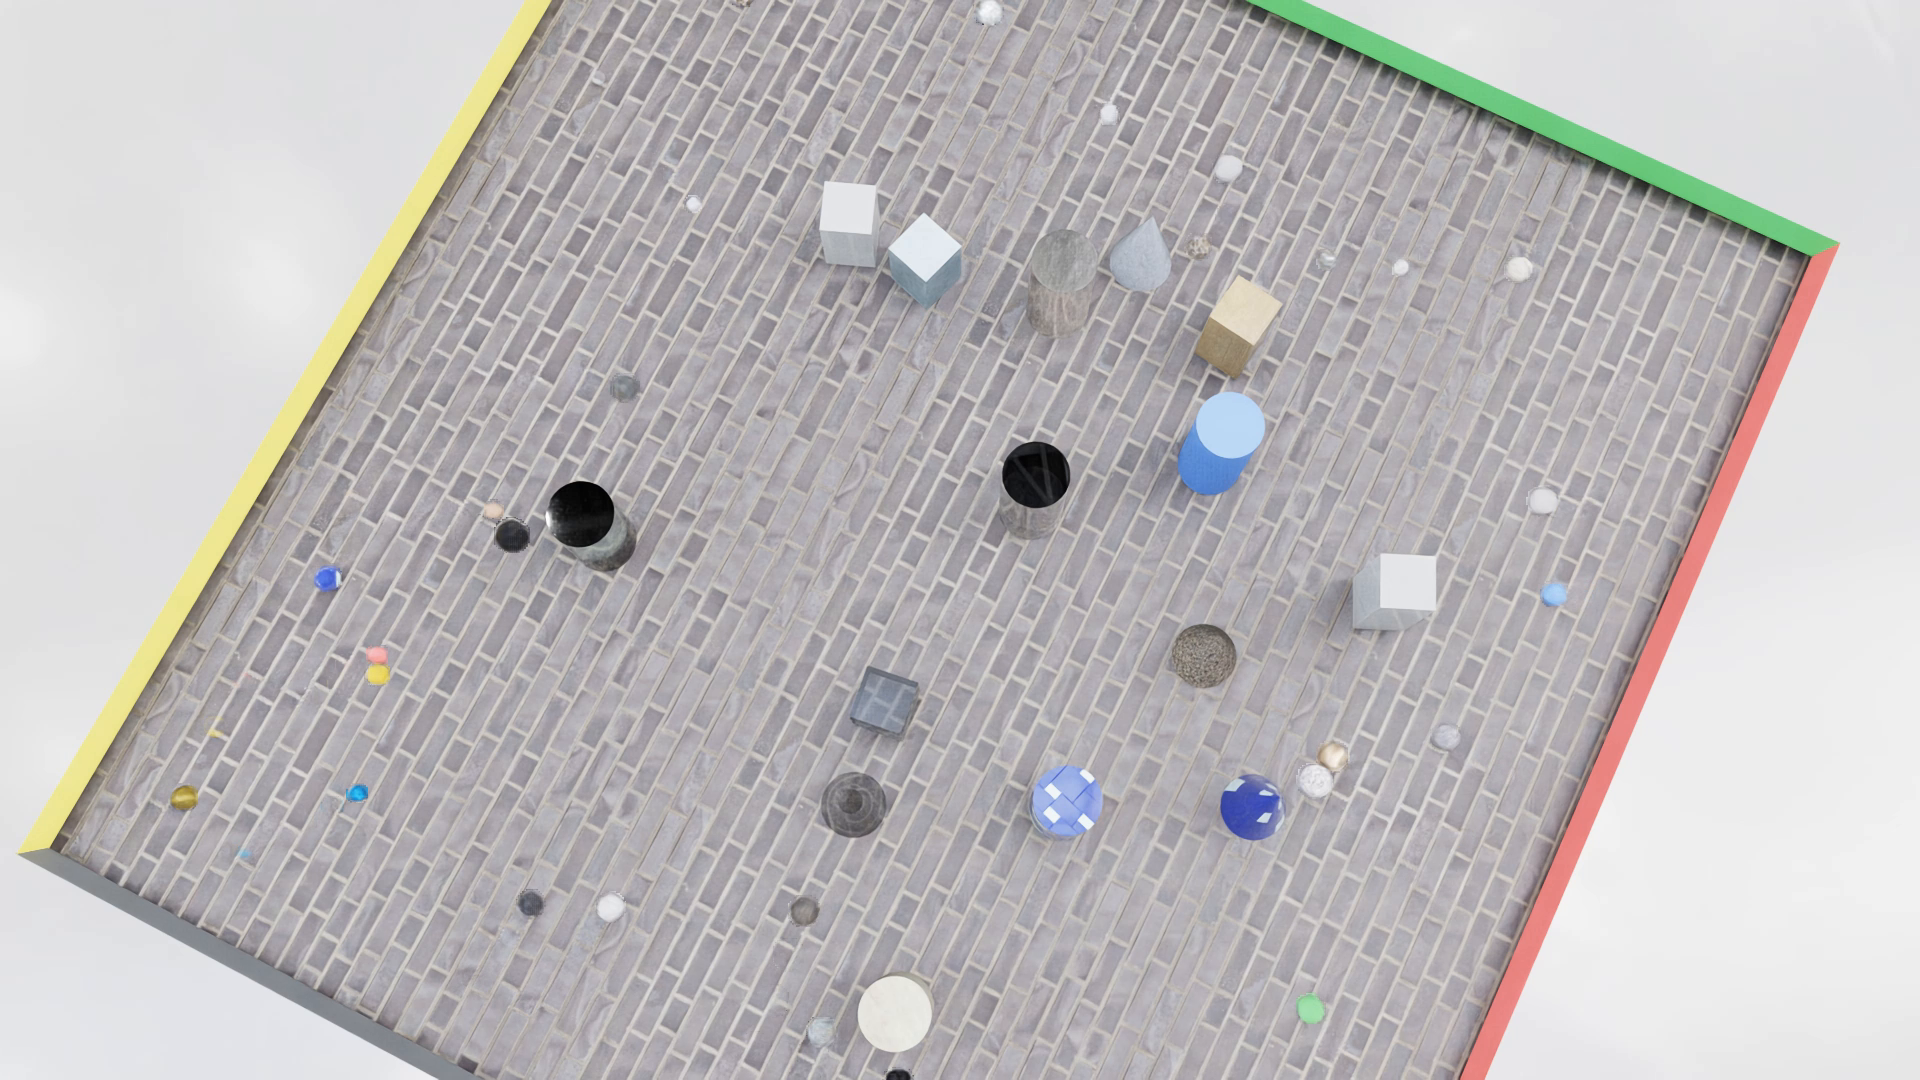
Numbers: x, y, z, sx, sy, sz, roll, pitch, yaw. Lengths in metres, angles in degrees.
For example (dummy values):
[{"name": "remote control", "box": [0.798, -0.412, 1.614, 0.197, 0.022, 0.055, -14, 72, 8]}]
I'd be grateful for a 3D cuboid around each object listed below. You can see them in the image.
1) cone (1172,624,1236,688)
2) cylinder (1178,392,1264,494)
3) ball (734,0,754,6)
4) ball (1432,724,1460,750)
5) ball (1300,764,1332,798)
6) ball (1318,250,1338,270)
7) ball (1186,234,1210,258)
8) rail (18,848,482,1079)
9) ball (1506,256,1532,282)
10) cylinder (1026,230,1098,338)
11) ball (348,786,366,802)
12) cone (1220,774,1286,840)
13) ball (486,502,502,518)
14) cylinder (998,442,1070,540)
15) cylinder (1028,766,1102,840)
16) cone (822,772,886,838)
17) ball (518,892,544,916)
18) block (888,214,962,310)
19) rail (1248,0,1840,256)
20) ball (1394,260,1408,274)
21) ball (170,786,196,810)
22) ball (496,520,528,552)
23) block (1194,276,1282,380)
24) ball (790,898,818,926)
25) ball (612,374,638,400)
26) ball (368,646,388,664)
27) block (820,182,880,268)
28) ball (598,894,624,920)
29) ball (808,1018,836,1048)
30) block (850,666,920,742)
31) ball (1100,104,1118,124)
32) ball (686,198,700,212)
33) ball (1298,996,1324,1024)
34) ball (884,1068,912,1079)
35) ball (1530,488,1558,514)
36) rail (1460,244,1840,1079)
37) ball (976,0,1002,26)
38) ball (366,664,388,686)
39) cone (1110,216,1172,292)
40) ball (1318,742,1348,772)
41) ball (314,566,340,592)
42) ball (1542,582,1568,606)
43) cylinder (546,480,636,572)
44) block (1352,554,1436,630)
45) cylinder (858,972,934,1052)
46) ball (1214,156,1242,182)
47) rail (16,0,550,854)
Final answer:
[{"name": "cone", "box": [0.738, 0.313, 5.362, 0.196, 0.372, 0.196, 0, 78, 0]}, {"name": "cylinder", "box": [0.770, -0.281, 5.441, 0.196, 0.458, 0.196, 0, 78, 0]}, {"name": "ball", "box": [-0.702, -1.778, 5.938, 0.092, 0.092, 0.092, 0, 78, 0]}, {"name": "ball", "box": [1.447, 0.587, 5.454, 0.081, 0.081, 0.081, 0, 78, 0]}, {"name": "ball", "box": [1.052, 0.712, 5.420, 0.096, 0.096, 0.096, 0, 78, 0]}, {"name": "ball", "box": [1.158, -0.882, 5.770, 0.057, 0.057, 0.057, 0, 78, 0]}, {"name": "ball", "box": [0.752, -0.924, 5.770, 0.075, 0.075, 0.075, 0, 78, 0]}, {"name": "rail", "box": [-0.909, 1.787, 5.181, 4.048, 0.127, 0.045, 26, 80, 5]}, {"name": "ball", "box": [1.756, -0.851, 5.753, 0.077, 0.077, 0.077, 0, 78, 0]}, {"name": "cylinder", "box": [0.305, -0.770, 5.555, 0.196, 0.433, 0.196, 0, 78, 0]}, {"name": "ball", "box": [-1.787, 0.753, 5.436, 0.049, 0.049, 0.049, 0, 78, 0]}, {"name": "cone", "box": [0.872, 0.748, 5.224, 0.196, 0.467, 0.196, 0, 78, 0]}, {"name": "ball", "box": [-1.426, -0.091, 5.611, 0.049, 0.049, 0.049, 0, 78, 0]}, {"name": "cylinder", "box": [0.217, -0.141, 5.420, 0.196, 0.442, 0.196, 0, 78, 0]}, {"name": "cylinder", "box": [0.302, 0.763, 5.294, 0.196, 0.323, 0.196, 0, 78, 0]}, {"name": "cone", "box": [-0.316, 0.758, 5.307, 0.196, 0.298, 0.196, 0, 78, 0]}, {"name": "ball", "box": [-1.254, 1.064, 5.360, 0.071, 0.071, 0.071, 0, 78, 0]}, {"name": "block", "box": [-0.106, -0.857, 5.660, 0.156, 0.263, 0.156, 43, 81, 8]}, {"name": "rail", "box": [0.909, -1.773, 5.918, 4.048, 0.127, 0.045, 26, 80, 5]}, {"name": "ball", "box": [1.389, -0.859, 5.770, 0.047, 0.047, 0.047, 0, 78, 0]}, {"name": "ball", "box": [-2.297, 0.764, 5.422, 0.071, 0.071, 0.071, 0, 78, 0]}, {"name": "ball", "box": [-1.361, -0.013, 5.570, 0.097, 0.097, 0.097, 0, 78, 0]}, {"name": "block", "box": [0.843, -0.641, 5.568, 0.156, 0.354, 0.156, 35, 80, 7]}, {"name": "ball", "box": [-0.454, 1.085, 5.350, 0.083, 0.083, 0.083, 0, 78, 0]}, {"name": "ball", "box": [-1.036, -0.471, 5.673, 0.080, 0.080, 0.080, 0, 78, 0]}, {"name": "ball", "box": [-1.753, 0.348, 5.517, 0.054, 0.054, 0.054, 0, 78, 0]}, {"name": "block", "box": [-0.338, -0.974, 5.672, 0.156, 0.286, 0.156, 5, 78, 1]}, {"name": "ball", "box": [-1.021, 1.074, 5.355, 0.077, 0.077, 0.077, 0, 78, 0]}, {"name": "ball", "box": [-0.399, 1.421, 5.281, 0.081, 0.081, 0.081, 0, 78, 0]}, {"name": "block", "box": [-0.219, 0.484, 5.395, 0.156, 0.237, 0.156, 18, 79, 4]}, {"name": "ball", "box": [0.478, -1.365, 5.868, 0.060, 0.060, 0.060, 0, 78, 0]}, {"name": "ball", "box": [-0.846, -1.065, 5.815, 0.043, 0.043, 0.043, 0, 78, 0]}, {"name": "ball", "box": [1.014, 1.358, 5.296, 0.078, 0.078, 0.078, 0, 78, 0]}, {"name": "ball", "box": [-0.177, 1.559, 5.251, 0.084, 0.084, 0.084, 0, 78, 0]}, {"name": "ball", "box": [1.782, -0.118, 5.599, 0.083, 0.083, 0.083, 0, 78, 0]}, {"name": "rail", "box": [1.789, 0.883, 5.368, 0.045, 0.127, 4.112, 26, 80, 5]}, {"name": "ball", "box": [0.095, -1.706, 5.927, 0.083, 0.083, 0.083, 0, 78, 0]}, {"name": "ball", "box": [-1.748, 0.404, 5.500, 0.064, 0.064, 0.064, 0, 78, 0]}, {"name": "cone", "box": [0.571, -0.919, 5.607, 0.196, 0.390, 0.196, 0, 78, 0]}, {"name": "ball", "box": [1.107, 0.644, 5.440, 0.084, 0.084, 0.084, 0, 78, 0]}, {"name": "ball", "box": [-1.918, 0.117, 5.553, 0.078, 0.078, 0.078, 0, 78, 0]}, {"name": "ball", "box": [1.801, 0.165, 5.547, 0.070, 0.070, 0.070, 0, 78, 0]}, {"name": "cylinder", "box": [-1.088, -0.037, 5.434, 0.196, 0.372, 0.196, 0, 78, 0]}, {"name": "block", "box": [1.273, 0.157, 5.391, 0.156, 0.378, 0.156, 3, 78, 1]}, {"name": "cylinder", "box": [-0.174, 1.308, 5.104, 0.196, 0.473, 0.196, 0, 78, 0]}, {"name": "ball", "box": [0.852, -1.178, 5.817, 0.086, 0.086, 0.086, 0, 78, 0]}, {"name": "rail", "box": [-1.789, -0.869, 5.731, 0.045, 0.127, 4.112, 26, 80, 5]}]
